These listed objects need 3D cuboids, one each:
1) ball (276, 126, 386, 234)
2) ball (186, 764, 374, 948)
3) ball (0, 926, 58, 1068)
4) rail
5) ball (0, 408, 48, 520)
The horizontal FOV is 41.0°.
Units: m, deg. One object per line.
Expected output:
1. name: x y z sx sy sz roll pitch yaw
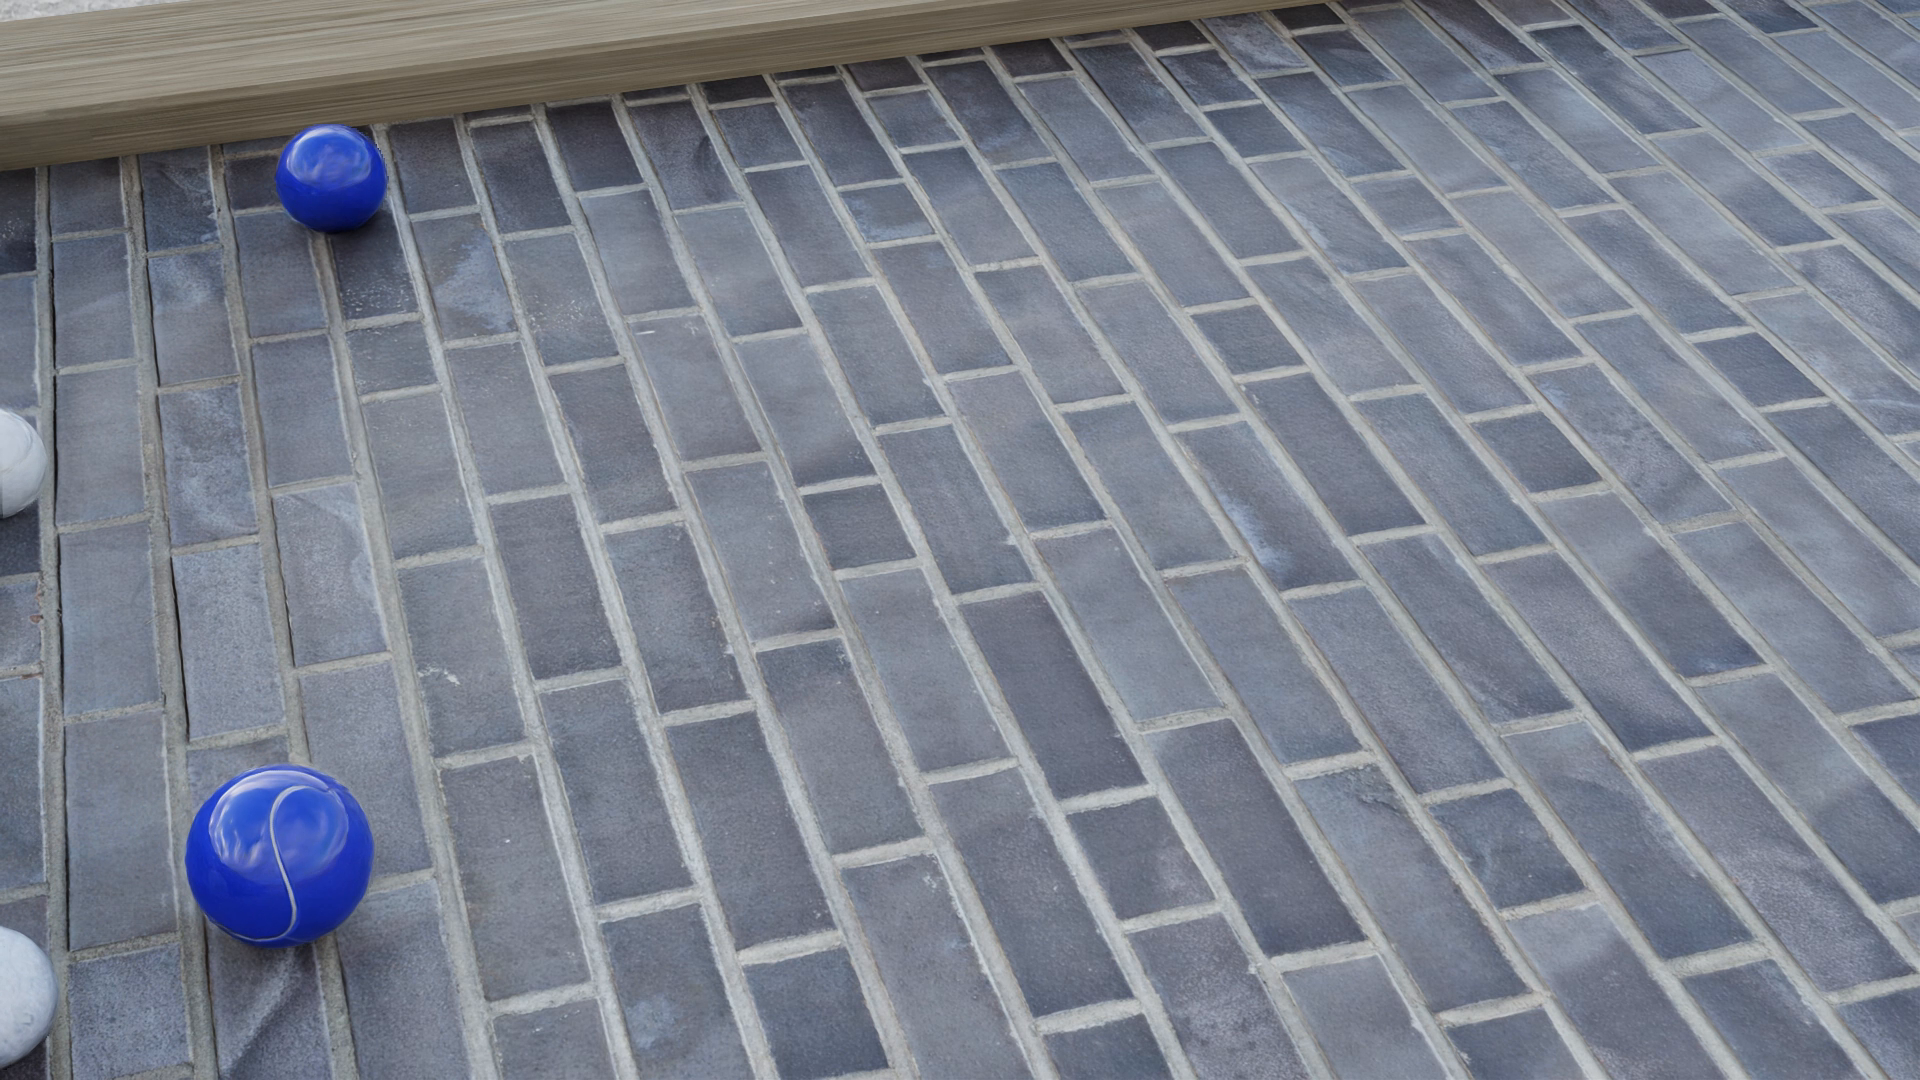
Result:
1. ball: -0.485 -0.277 1.976 0.083 0.083 0.083 0 35 0
2. ball: -0.355 0.165 1.342 0.096 0.096 0.096 0 35 0
3. ball: -0.486 0.228 1.274 0.072 0.072 0.072 0 35 0
4. rail: 0.412 -0.544 2.314 2.621 0.125 0.045 -10 37 -14
5. ball: -0.631 -0.050 1.663 0.075 0.075 0.075 0 35 0
